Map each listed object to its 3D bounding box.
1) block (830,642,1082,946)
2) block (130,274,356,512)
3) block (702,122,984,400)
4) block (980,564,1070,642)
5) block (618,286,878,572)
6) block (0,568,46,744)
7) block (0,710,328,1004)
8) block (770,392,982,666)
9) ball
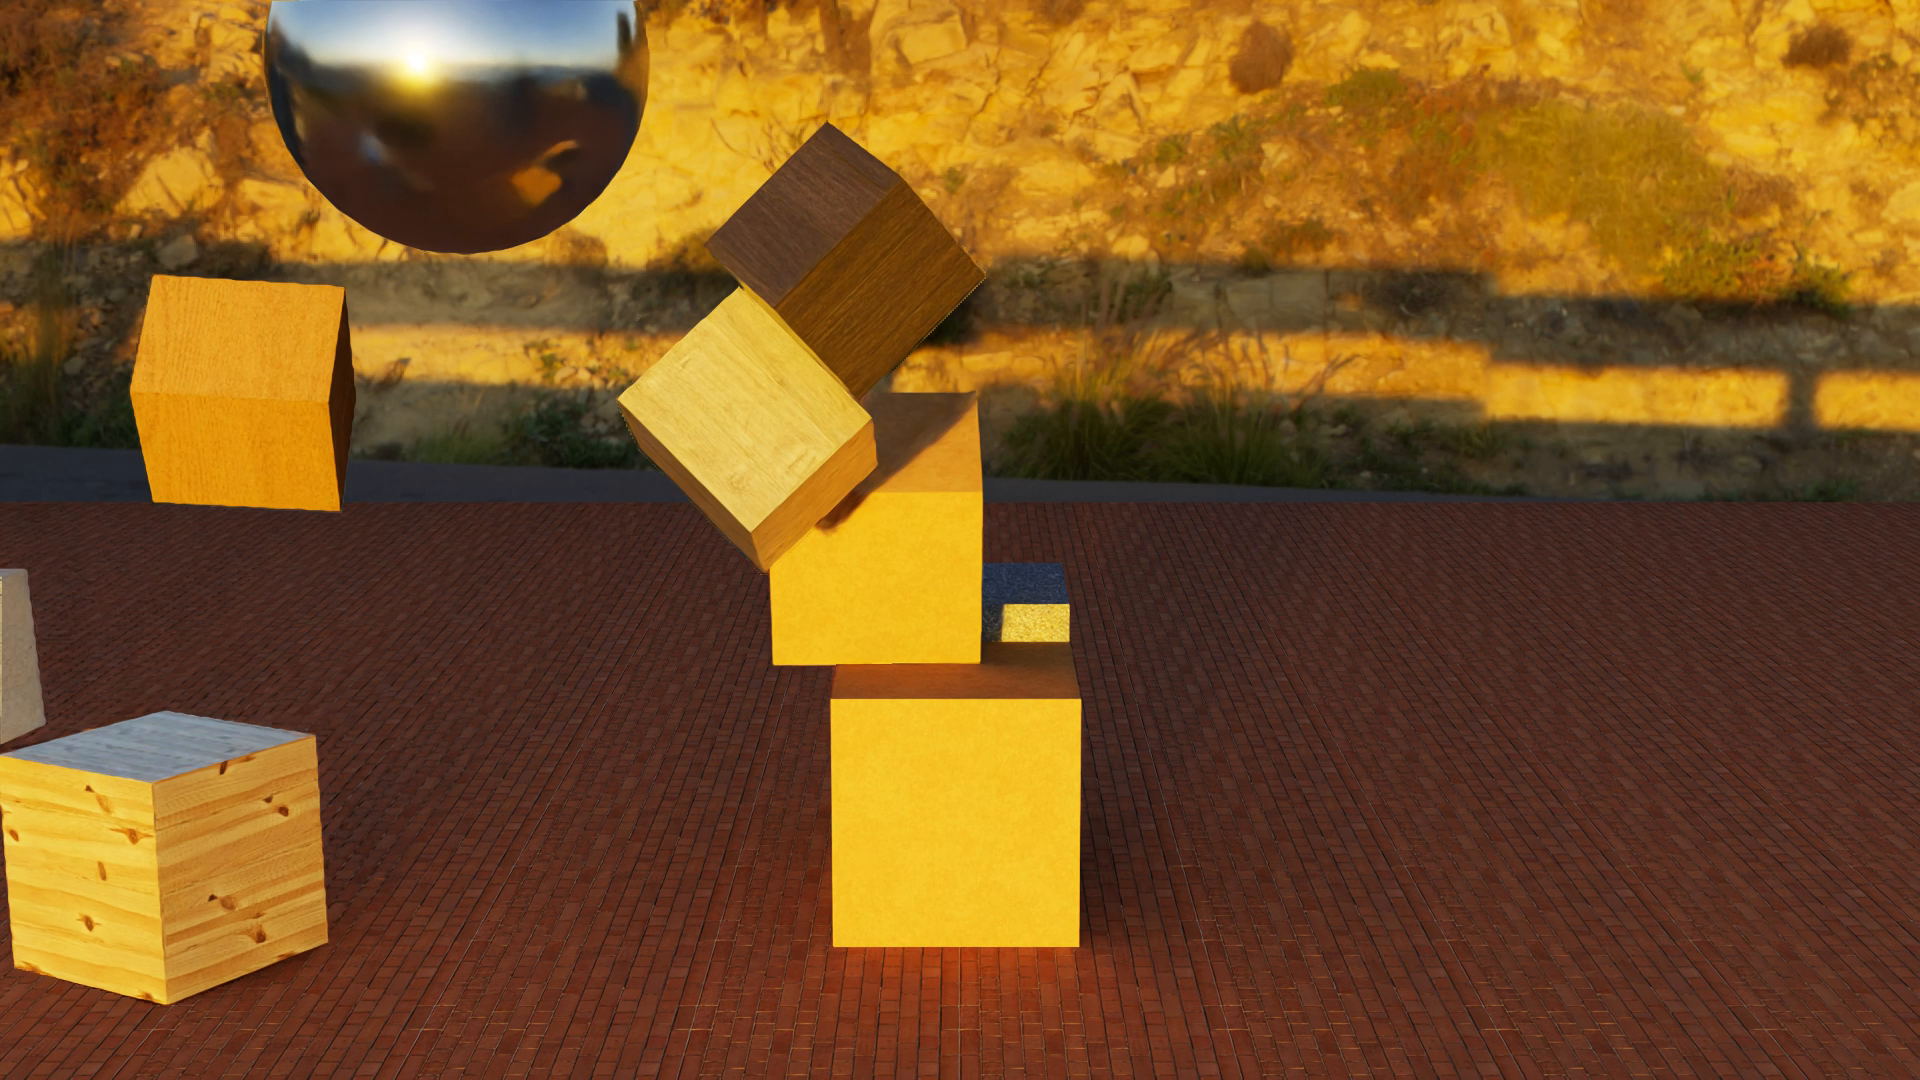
[{"bbox_3d":[-0.016,1.053,10.876,1.001,1.037,1.053,0,10,0],"label":"block"},{"bbox_3d":[-2.607,-0.531,9.399,0.677,0.652,0.539,3,54,-7],"label":"block"},{"bbox_3d":[-0.409,-0.979,8.980,0.534,0.618,0.575,46,-2,-42],"label":"block"},{"bbox_3d":[-0.024,0.789,11.860,1.015,1.205,0.964,0,10,0],"label":"block"},{"bbox_3d":[-0.769,-0.395,9.477,0.599,0.689,0.683,-44,-9,-9],"label":"block"},{"bbox_3d":[-3.988,0.482,9.656,0.680,0.620,0.710,1,13,17],"label":"block"},{"bbox_3d":[-3.176,1.241,10.257,0.880,0.871,0.839,5,11,31],"label":"block"},{"bbox_3d":[-0.359,-0.058,11.010,0.877,0.844,0.860,0,32,-1],"label":"block"},{"bbox_3d":[-2.110,-2.009,10.815,1.600,1.600,1.600,0,10,0],"label":"ball"}]
